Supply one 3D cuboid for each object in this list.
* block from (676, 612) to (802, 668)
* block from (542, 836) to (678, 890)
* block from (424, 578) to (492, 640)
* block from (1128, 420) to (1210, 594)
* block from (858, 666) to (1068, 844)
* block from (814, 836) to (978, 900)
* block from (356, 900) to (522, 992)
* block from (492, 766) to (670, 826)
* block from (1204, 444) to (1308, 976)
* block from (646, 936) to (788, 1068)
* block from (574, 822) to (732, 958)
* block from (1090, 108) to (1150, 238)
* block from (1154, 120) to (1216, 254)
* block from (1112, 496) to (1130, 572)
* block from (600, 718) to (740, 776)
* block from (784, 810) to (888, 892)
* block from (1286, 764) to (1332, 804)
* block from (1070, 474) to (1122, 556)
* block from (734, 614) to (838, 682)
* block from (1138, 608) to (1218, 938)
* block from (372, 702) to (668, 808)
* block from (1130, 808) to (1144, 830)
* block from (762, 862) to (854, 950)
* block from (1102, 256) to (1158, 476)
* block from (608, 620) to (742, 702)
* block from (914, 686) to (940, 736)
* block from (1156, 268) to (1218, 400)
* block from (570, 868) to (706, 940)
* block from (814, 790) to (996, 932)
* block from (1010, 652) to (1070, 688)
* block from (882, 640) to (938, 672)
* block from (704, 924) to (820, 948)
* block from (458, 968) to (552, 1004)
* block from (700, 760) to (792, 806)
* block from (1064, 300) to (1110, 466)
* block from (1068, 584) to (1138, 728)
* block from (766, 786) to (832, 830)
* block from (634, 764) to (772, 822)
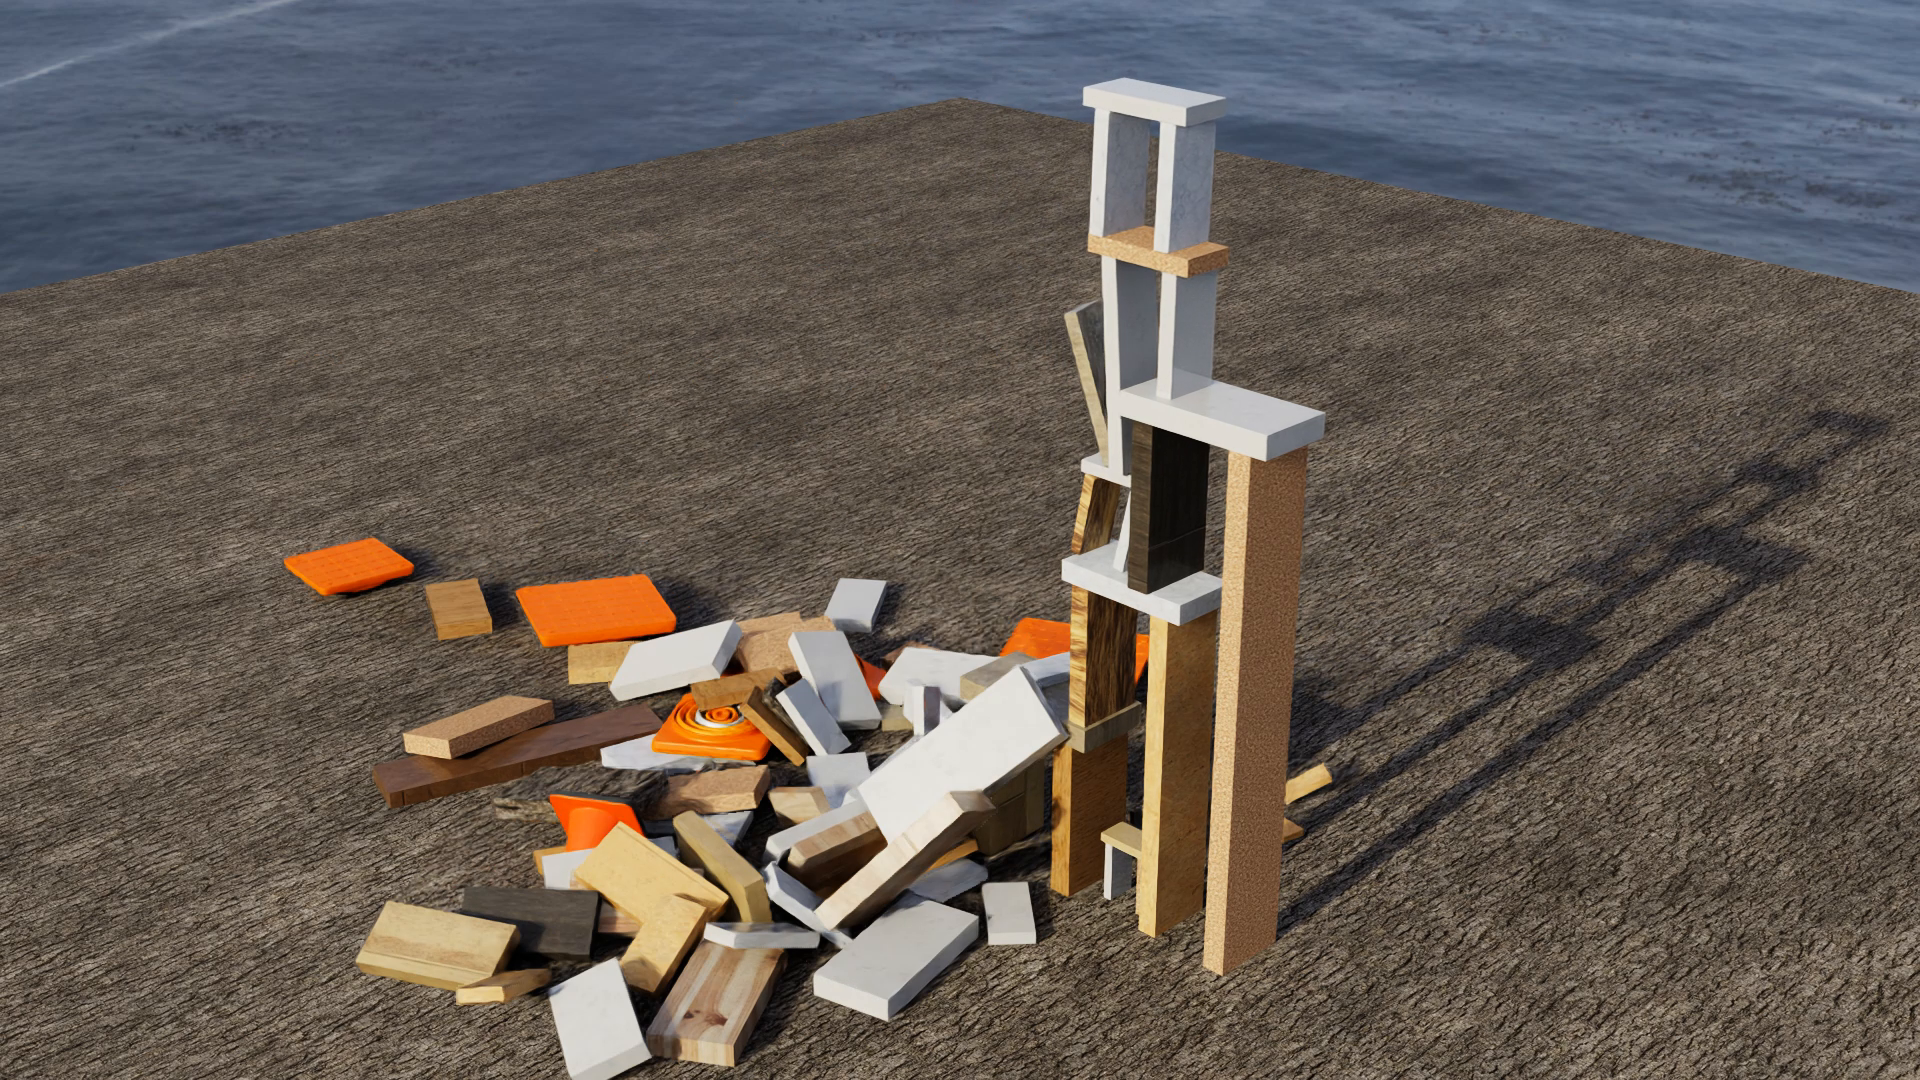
[{"bbox_3d":[-0.500,0.235,5.016,0.290,0.041,0.145,-10,23,-7],"label":"block"},{"bbox_3d":[-0.652,0.638,4.128,0.247,0.035,0.123,-7,61,-16],"label":"block"},{"bbox_3d":[-1.215,0.166,5.324,0.126,0.036,0.253,-8,24,-18],"label":"block"},{"bbox_3d":[0.361,-0.075,3.800,0.044,0.311,0.155,21,31,41],"label":"block"},{"bbox_3d":[0.003,0.413,4.089,0.154,0.394,0.044,58,15,24],"label":"block"},{"bbox_3d":[-0.123,0.632,4.195,0.332,0.022,0.079,-19,12,-32],"label":"block"},{"bbox_3d":[-0.930,0.730,3.925,0.261,0.037,0.130,7,49,17],"label":"block"},{"bbox_3d":[-0.759,0.510,4.404,0.322,0.046,0.161,-1,18,32],"label":"block"},{"bbox_3d":[0.507,0.295,3.798,0.155,0.991,0.044,-21,31,-41],"label":"block"},{"bbox_3d":[-0.419,0.797,3.827,0.154,0.044,0.309,5,23,12],"label":"block"},{"bbox_3d":[-0.564,0.639,4.030,0.261,0.037,0.131,31,61,18],"label":"block"},{"bbox_3d":[0.267,-0.621,3.669,0.106,0.212,0.030,-21,33,-41],"label":"block"},{"bbox_3d":[0.367,-0.583,3.586,0.030,0.212,0.106,22,31,39],"label":"block"},{"bbox_3d":[0.318,-0.024,3.872,0.079,0.158,0.022,-22,44,-41],"label":"block"},{"bbox_3d":[-0.612,0.451,4.651,0.259,0.037,0.130,-14,27,-29],"label":"block"},{"bbox_3d":[-0.173,0.578,4.208,0.381,0.145,0.041,-20,52,-38],"label":"block"},{"bbox_3d":[0.707,0.499,4.504,0.104,0.015,0.052,-28,23,6],"label":"block"},{"bbox_3d":[0.247,-0.055,3.945,0.079,0.158,0.022,-20,42,-39],"label":"block"},{"bbox_3d":[-0.374,0.250,4.901,0.232,0.033,0.116,-16,59,-29],"label":"block"},{"bbox_3d":[0.393,0.411,3.971,0.039,0.641,0.138,21,31,41],"label":"block"},{"bbox_3d":[-0.924,0.452,4.648,0.600,0.037,0.130,-12,26,-26],"label":"block"},{"bbox_3d":[0.408,0.560,4.347,0.142,0.071,0.020,-8,5,-18],"label":"block"},{"bbox_3d":[-0.277,0.667,3.999,0.185,0.026,0.093,40,8,-25],"label":"block"},{"bbox_3d":[0.296,-0.311,3.788,0.030,0.388,0.107,15,27,41],"label":"block"},{"bbox_3d":[-0.631,0.268,4.882,0.290,0.041,0.145,-14,34,29],"label":"block"},{"bbox_3d":[-0.068,0.382,4.545,0.022,0.157,0.079,-3,-6,25],"label":"block"},{"bbox_3d":[0.378,-0.350,3.662,0.107,0.214,0.030,-21,31,-40],"label":"block"},{"bbox_3d":[-0.596,0.670,4.054,0.247,0.035,0.123,-1,58,-1],"label":"block"},{"bbox_3d":[-0.098,0.578,3.975,0.046,0.338,0.161,52,14,17],"label":"block"},{"bbox_3d":[0.177,0.249,4.211,0.142,0.020,0.071,-13,26,-28],"label":"block"},{"bbox_3d":[-0.053,0.294,5.025,0.232,0.033,0.116,16,28,33],"label":"block"},{"bbox_3d":[-0.352,0.705,3.920,0.185,0.026,0.093,9,-2,-40],"label":"block"},{"bbox_3d":[-0.786,0.771,3.807,0.086,0.024,0.173,-6,-2,17],"label":"block"},{"bbox_3d":[-0.444,0.501,4.521,0.183,0.026,0.091,7,26,4],"label":"block"},{"bbox_3d":[0.248,-0.274,3.851,0.024,0.278,0.086,-7,16,35],"label":"block"},{"bbox_3d":[0.263,0.192,4.020,0.138,0.275,0.039,-21,31,-40],"label":"block"},{"bbox_3d":[-0.308,0.530,4.305,0.026,0.091,0.183,-30,11,-32],"label":"block"},{"bbox_3d":[-0.517,0.508,4.410,0.253,0.036,0.126,-8,18,12],"label":"block"}]
